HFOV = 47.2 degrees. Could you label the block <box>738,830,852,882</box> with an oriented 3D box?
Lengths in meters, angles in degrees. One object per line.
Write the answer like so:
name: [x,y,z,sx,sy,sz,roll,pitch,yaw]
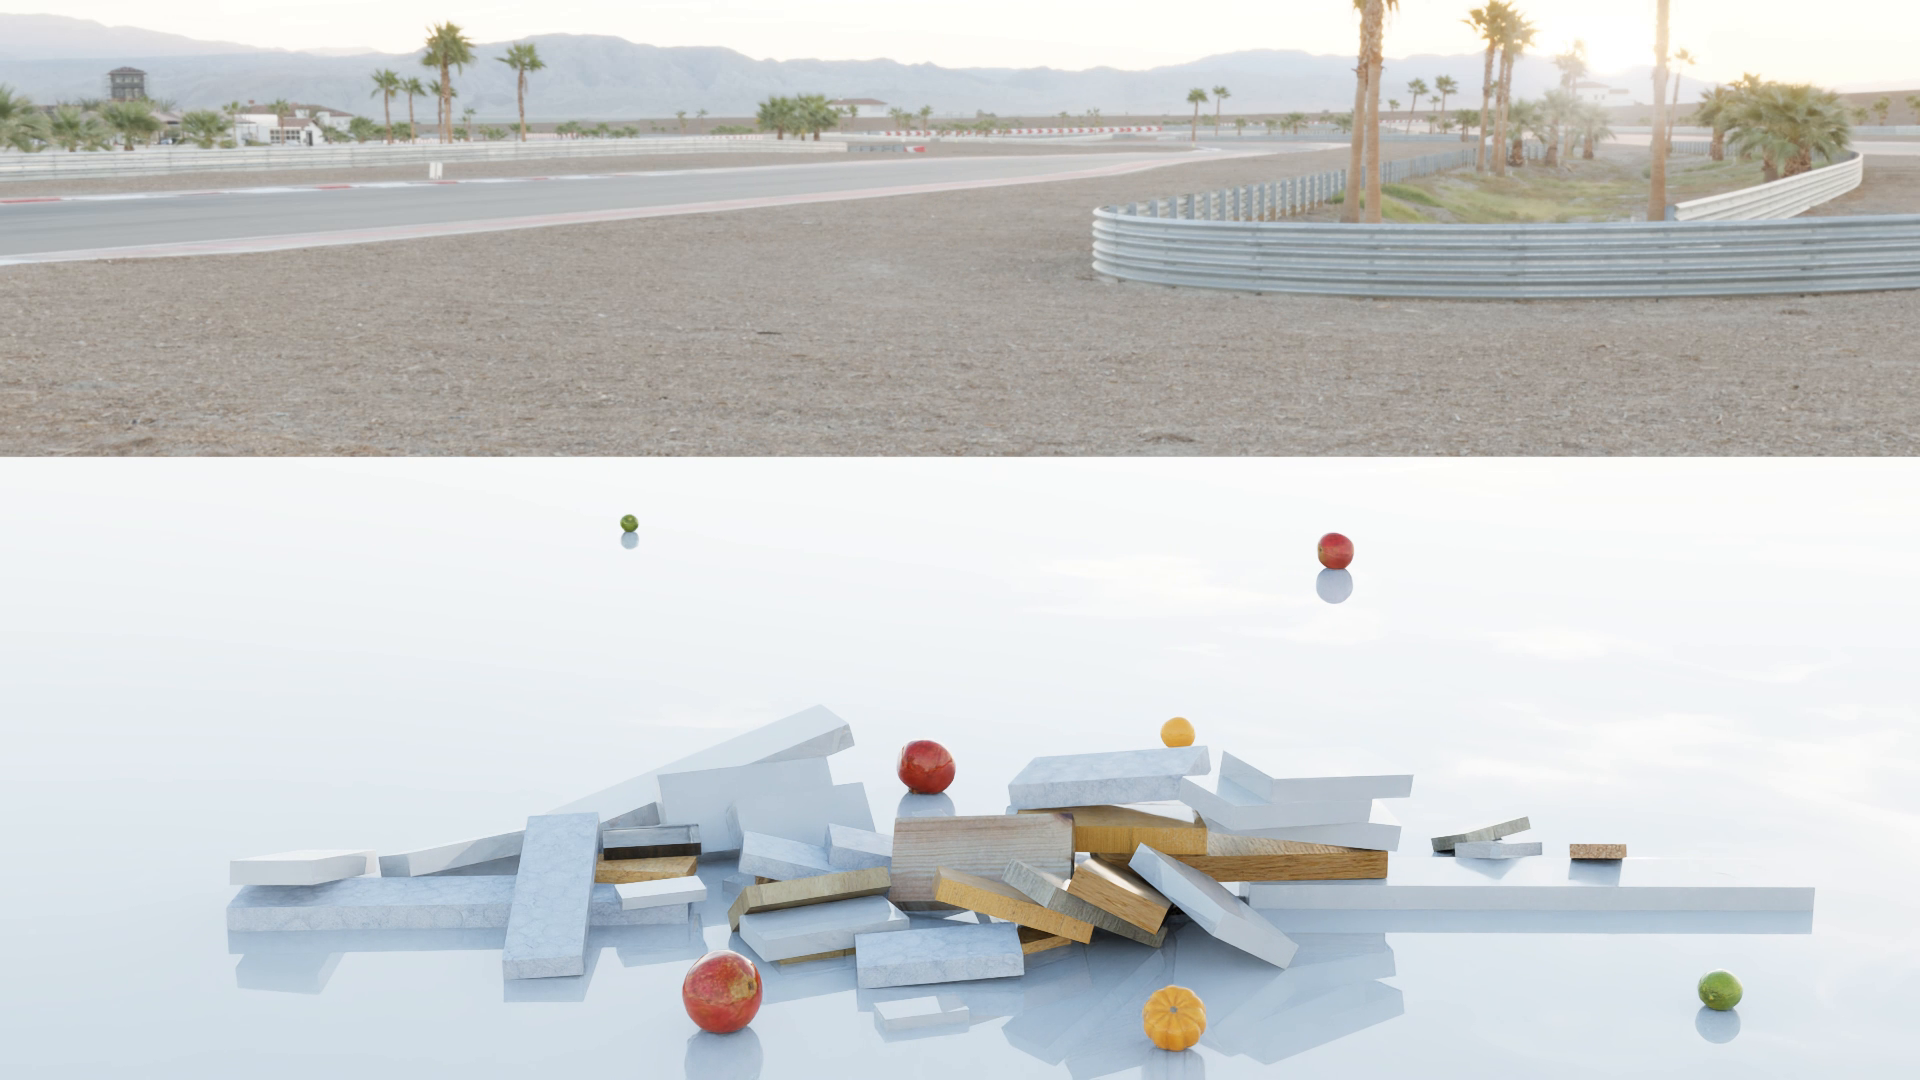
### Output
block: [-0.248,0.543,3.666,0.239,0.034,0.119,13,9,-6]

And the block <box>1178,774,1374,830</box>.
block: [0.516,0.423,3.587,0.286,0.041,0.143,1,13,-32]

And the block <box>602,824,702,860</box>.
block: [-0.518,0.507,3.695,0.161,0.023,0.081,-2,16,-10]

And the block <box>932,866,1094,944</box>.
block: [0.081,0.568,3.434,0.247,0.035,0.123,17,-1,-4]

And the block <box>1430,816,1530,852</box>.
block: [0.924,0.521,3.901,0.166,0.024,0.083,-8,-8,-36]

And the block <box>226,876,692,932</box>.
block: [-0.804,0.587,3.577,0.729,0.039,0.136,-1,11,-3]

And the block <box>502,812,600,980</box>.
block: [-0.647,0.559,3.507,0.118,0.034,0.458,-3,21,-5]

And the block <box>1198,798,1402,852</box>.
block: [0.559,0.456,3.670,0.316,0.045,0.158,7,11,-7]

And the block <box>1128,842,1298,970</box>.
block: [0.393,0.569,3.438,0.148,0.042,0.295,28,2,-25]

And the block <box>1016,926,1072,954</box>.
block: [0.105,0.625,3.435,0.124,0.018,0.062,-7,12,-32]

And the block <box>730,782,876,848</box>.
block: [-0.272,0.499,3.849,0.238,0.119,0.034,-5,-30,-22]

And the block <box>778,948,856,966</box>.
block: [-0.196,0.628,3.416,0.191,0.018,0.062,-4,11,-22]

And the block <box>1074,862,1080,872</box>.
block: [0.194,0.551,3.653,0.099,0.014,0.049,18,9,0]

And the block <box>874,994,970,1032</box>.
block: [-0.055,0.677,3.153,0.124,0.018,0.062,-3,11,-17]

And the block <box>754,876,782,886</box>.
block: [-0.273,0.567,3.663,0.136,0.019,0.068,11,9,-8]

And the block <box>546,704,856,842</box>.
block: [-0.470,0.433,3.990,0.548,0.044,0.156,-21,17,-19]

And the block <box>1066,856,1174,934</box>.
block: [0.255,0.549,3.413,0.148,0.042,0.295,25,-1,10]

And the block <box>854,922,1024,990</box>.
block: [-0.033,0.627,3.324,0.247,0.035,0.123,-4,13,-4]

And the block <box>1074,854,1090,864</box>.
block: [0.151,0.550,3.773,0.142,0.020,0.071,10,12,8]

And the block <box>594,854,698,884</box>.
block: [-0.581,0.544,3.642,0.278,0.023,0.081,1,11,5]

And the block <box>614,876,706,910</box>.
block: [-0.481,0.566,3.532,0.136,0.019,0.068,-4,11,-19]

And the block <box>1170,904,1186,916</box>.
block: [0.355,0.597,3.593,0.099,0.014,0.049,-2,11,-10]

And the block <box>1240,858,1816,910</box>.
block: [0.934,0.571,3.659,0.919,0.041,0.143,0,11,1]

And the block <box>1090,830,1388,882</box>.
block: [0.462,0.524,3.680,0.475,0.045,0.158,-1,11,-3]

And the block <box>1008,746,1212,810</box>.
block: [0.254,0.402,3.723,0.311,0.044,0.156,-6,10,21]

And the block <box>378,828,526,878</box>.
block: [-0.839,0.533,3.765,0.273,0.039,0.136,-8,-4,-36]

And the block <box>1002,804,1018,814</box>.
block: [0.055,0.517,3.684,0.020,0.142,0.071,26,12,0]

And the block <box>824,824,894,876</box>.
block: [-0.106,0.536,3.714,0.238,0.034,0.119,13,9,-9]

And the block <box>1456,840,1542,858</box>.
block: [0.928,0.532,3.783,0.083,0.024,0.167,-4,-7,39]

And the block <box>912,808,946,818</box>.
block: [-0.045,0.517,4.021,0.054,0.015,0.109,-4,11,-19]

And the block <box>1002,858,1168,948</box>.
block: [0.194,0.562,3.400,0.247,0.035,0.123,26,-1,-36]

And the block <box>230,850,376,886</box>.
block: [-1.081,0.539,3.631,0.136,0.039,0.273,-1,-5,6]

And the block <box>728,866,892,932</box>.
block: [-0.240,0.571,3.498,0.237,0.034,0.118,-5,-27,-24]

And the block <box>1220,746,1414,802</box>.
block: [0.587,0.385,3.619,0.286,0.041,0.143,2,13,-29]

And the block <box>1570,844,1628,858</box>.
block: [1.093,0.532,3.762,0.083,0.024,0.166,-3,-8,20]

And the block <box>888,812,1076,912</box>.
block: [0.037,0.524,3.578,0.295,0.148,0.042,-3,-32,11]

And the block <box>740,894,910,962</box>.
block: [-0.211,0.602,3.418,0.237,0.034,0.118,-5,12,-24]

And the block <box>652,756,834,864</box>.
block: [-0.371,0.477,3.878,0.311,0.156,0.044,-4,-30,-22]

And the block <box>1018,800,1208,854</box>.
block: [0.254,0.478,3.693,0.316,0.045,0.158,0,11,5]

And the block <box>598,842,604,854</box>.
block: [-0.644,0.541,3.761,0.161,0.023,0.081,-4,-22,-19]

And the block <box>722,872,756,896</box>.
block: [-0.329,0.572,3.713,0.068,0.019,0.136,8,13,38]
